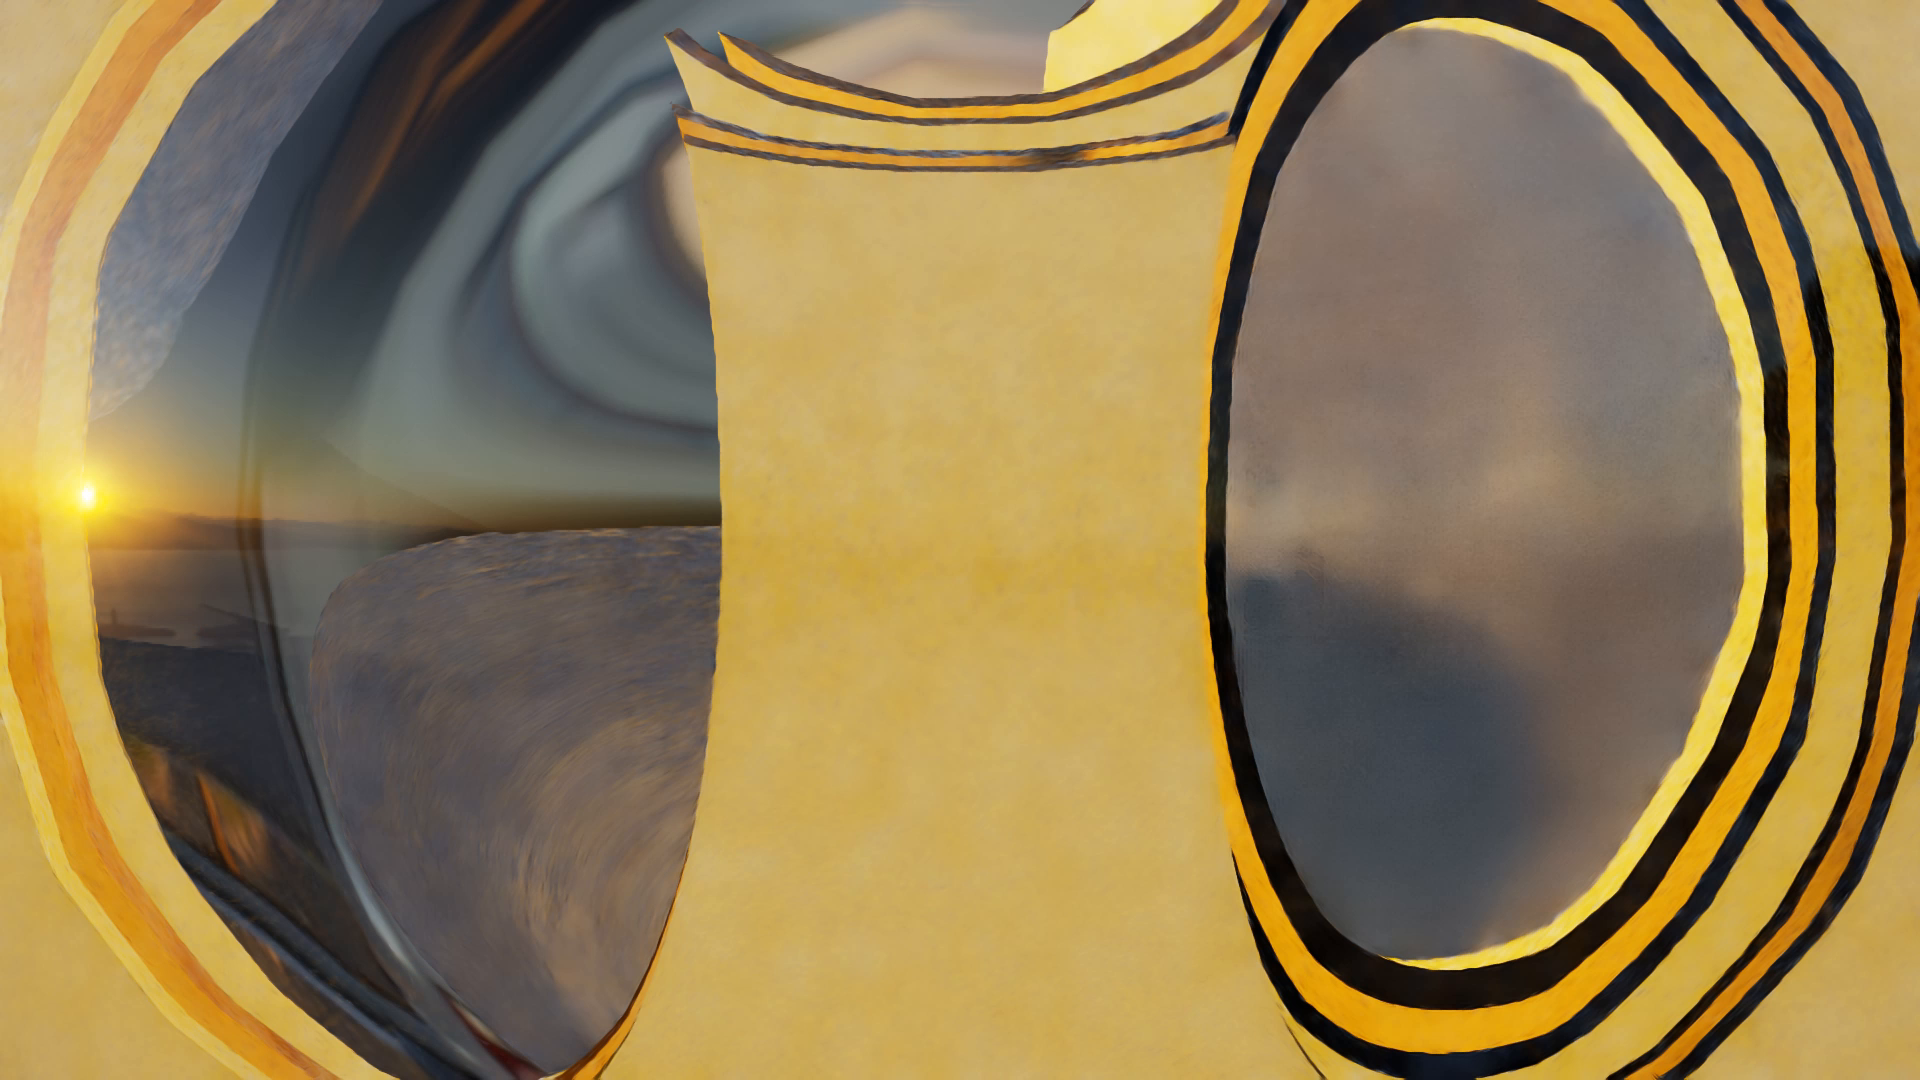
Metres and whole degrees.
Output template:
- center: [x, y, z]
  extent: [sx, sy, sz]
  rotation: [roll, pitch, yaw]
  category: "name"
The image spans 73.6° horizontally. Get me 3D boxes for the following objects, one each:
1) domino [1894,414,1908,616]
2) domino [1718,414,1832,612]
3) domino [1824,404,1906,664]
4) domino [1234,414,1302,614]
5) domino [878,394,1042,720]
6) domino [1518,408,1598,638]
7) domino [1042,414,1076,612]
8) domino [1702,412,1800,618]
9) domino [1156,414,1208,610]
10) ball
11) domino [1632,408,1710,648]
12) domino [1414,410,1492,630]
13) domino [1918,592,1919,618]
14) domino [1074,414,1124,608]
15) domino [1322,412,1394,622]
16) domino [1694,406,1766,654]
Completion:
- center: [0.235, -0.007, 0.330]
  extent: [0.009, 0.050, 0.025]
  rotation: [2, 5, 28]
  category: "domino"
- center: [0.213, -0.008, 0.336]
  extent: [0.010, 0.050, 0.025]
  rotation: [-1, 4, -7]
  category: "domino"
- center: [0.182, -0.002, 0.259]
  extent: [0.010, 0.050, 0.025]
  rotation: [3, 5, 30]
  category: "domino"
- center: [0.080, -0.007, 0.331]
  extent: [0.010, 0.050, 0.025]
  rotation: [3, 5, 30]
  category: "domino"
- center: [0.000, 0.002, 0.201]
  extent: [0.025, 0.050, 0.009]
  rotation: [0, 4, 0]
  category: "domino"
- center: [0.136, -0.004, 0.292]
  extent: [0.010, 0.050, 0.025]
  rotation: [3, 5, 38]
  category: "domino"
- center: [0.017, -0.008, 0.335]
  extent: [0.025, 0.050, 0.009]
  rotation: [4, 6, 39]
  category: "domino"
- center: [0.194, -0.007, 0.323]
  extent: [0.025, 0.050, 0.009]
  rotation: [4, 6, 45]
  category: "domino"
- center: [0.059, -0.008, 0.341]
  extent: [0.010, 0.050, 0.025]
  rotation: [1, 5, 19]
  category: "domino"
- center: [0.000, -0.002, 0.056]
  extent: [0.080, 0.080, 0.080]
  rotation: [0, 4, 0]
  category: "ball"
- center: [0.154, -0.003, 0.277]
  extent: [0.010, 0.050, 0.025]
  rotation: [3, 5, 37]
  category: "domino"
- center: [0.118, -0.005, 0.305]
  extent: [0.010, 0.050, 0.025]
  rotation: [3, 5, 37]
  category: "domino"
- center: [0.249, -0.006, 0.313]
  extent: [0.025, 0.050, 0.009]
  rotation: [-1, 5, -18]
  category: "domino"
- center: [0.037, -0.008, 0.345]
  extent: [0.009, 0.050, 0.025]
  rotation: [0, 4, -3]
  category: "domino"
- center: [0.099, -0.006, 0.319]
  extent: [0.009, 0.050, 0.025]
  rotation: [3, 5, 33]
  category: "domino"
- center: [0.163, -0.003, 0.271]
  extent: [0.009, 0.050, 0.025]
  rotation: [3, 5, 34]
  category: "domino"
